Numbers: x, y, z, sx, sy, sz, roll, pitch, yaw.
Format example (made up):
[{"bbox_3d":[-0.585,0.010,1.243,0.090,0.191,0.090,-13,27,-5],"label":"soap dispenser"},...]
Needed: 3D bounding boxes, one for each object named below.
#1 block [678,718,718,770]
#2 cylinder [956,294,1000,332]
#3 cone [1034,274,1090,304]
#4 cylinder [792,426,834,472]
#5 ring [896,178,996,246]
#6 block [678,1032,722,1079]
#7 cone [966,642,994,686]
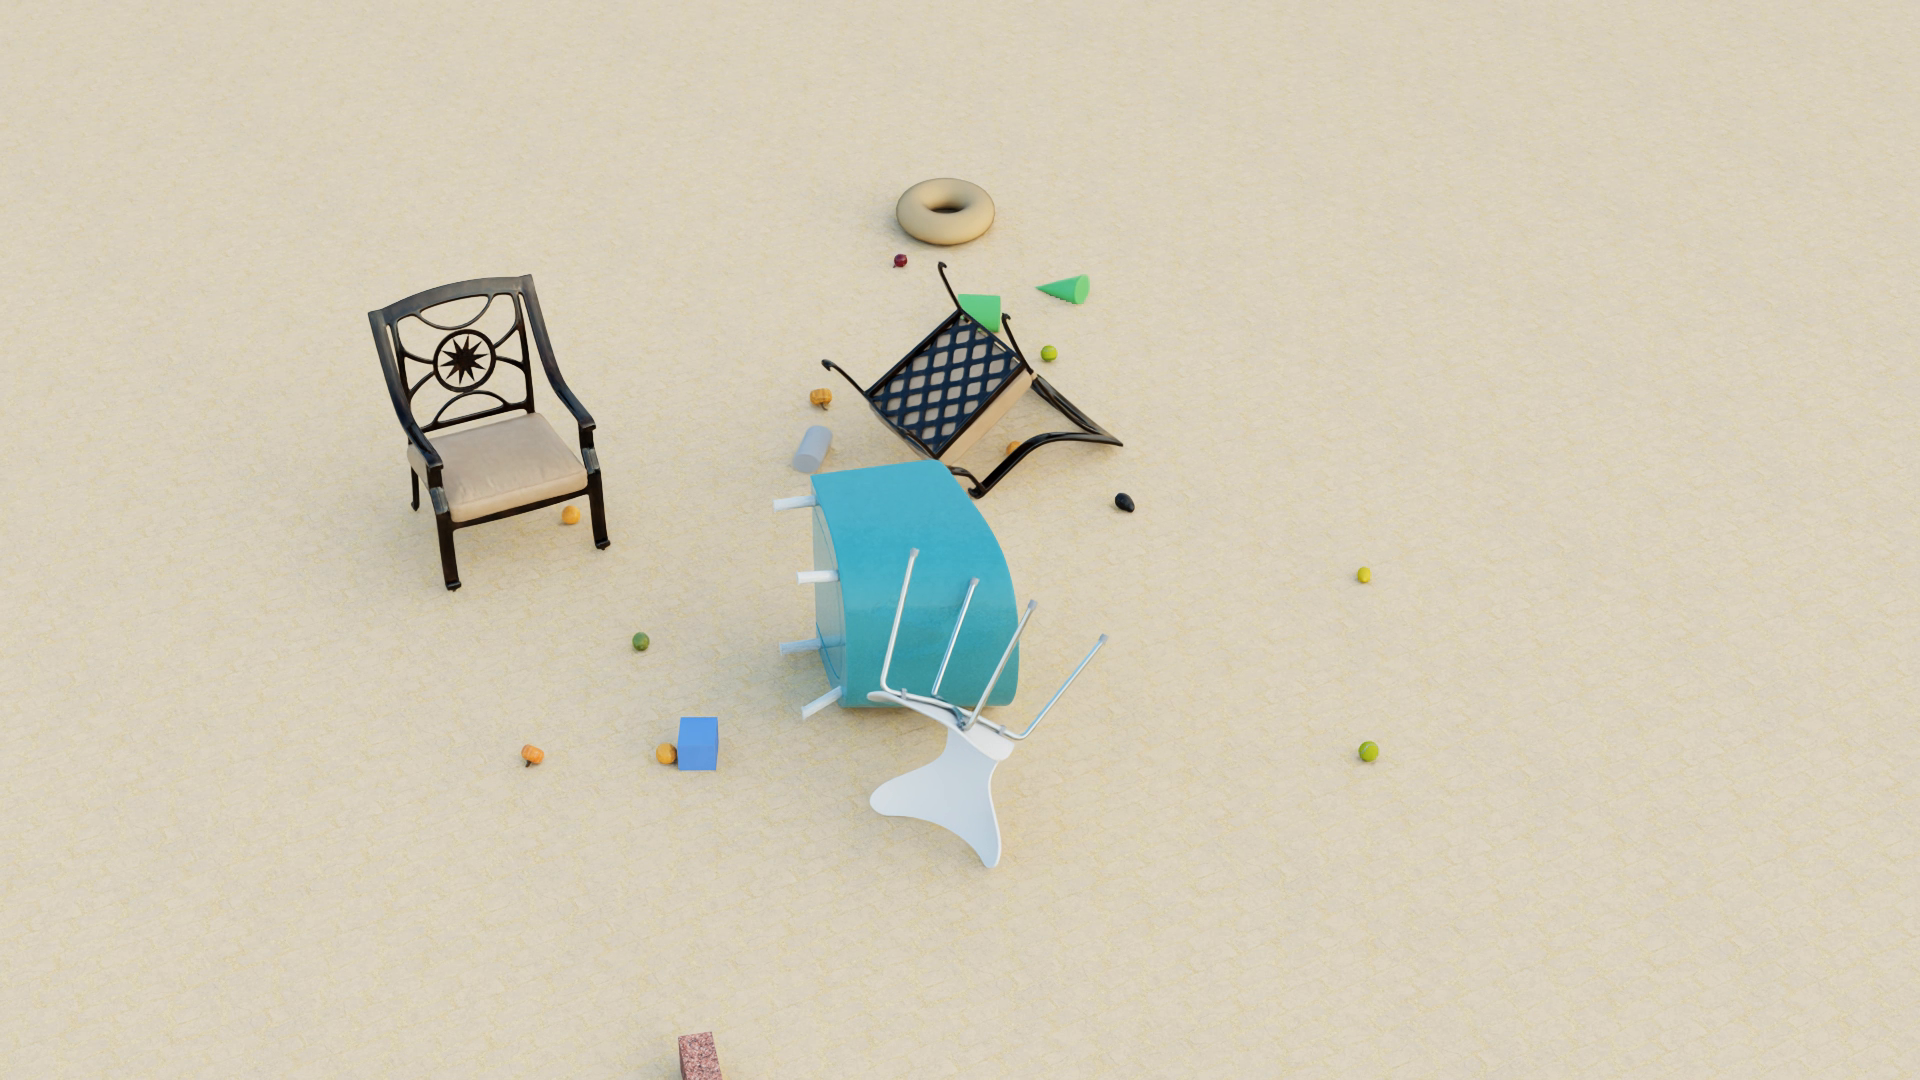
[{"bbox_3d":[-0.876,0.682,9.814,0.123,0.105,0.157,0,33,0],"label":"block"},{"bbox_3d":[0.078,-0.947,12.241,0.175,0.155,0.150,3,26,4],"label":"cylinder"},{"bbox_3d":[0.417,-1.077,12.530,0.241,0.106,0.151,5,47,31],"label":"cone"},{"bbox_3d":[-0.571,-0.354,11.404,0.109,0.085,0.219,3,33,12],"label":"cylinder"},{"bbox_3d":[-0.064,-1.464,13.050,0.443,0.129,0.514,2,34,1],"label":"ring"},{"bbox_3d":[-0.748,1.546,8.482,0.099,0.127,0.209,-7,34,-11],"label":"block"},{"bbox_3d":[0.075,0.447,10.224,0.100,0.095,0.164,-15,49,11],"label":"cone"}]
